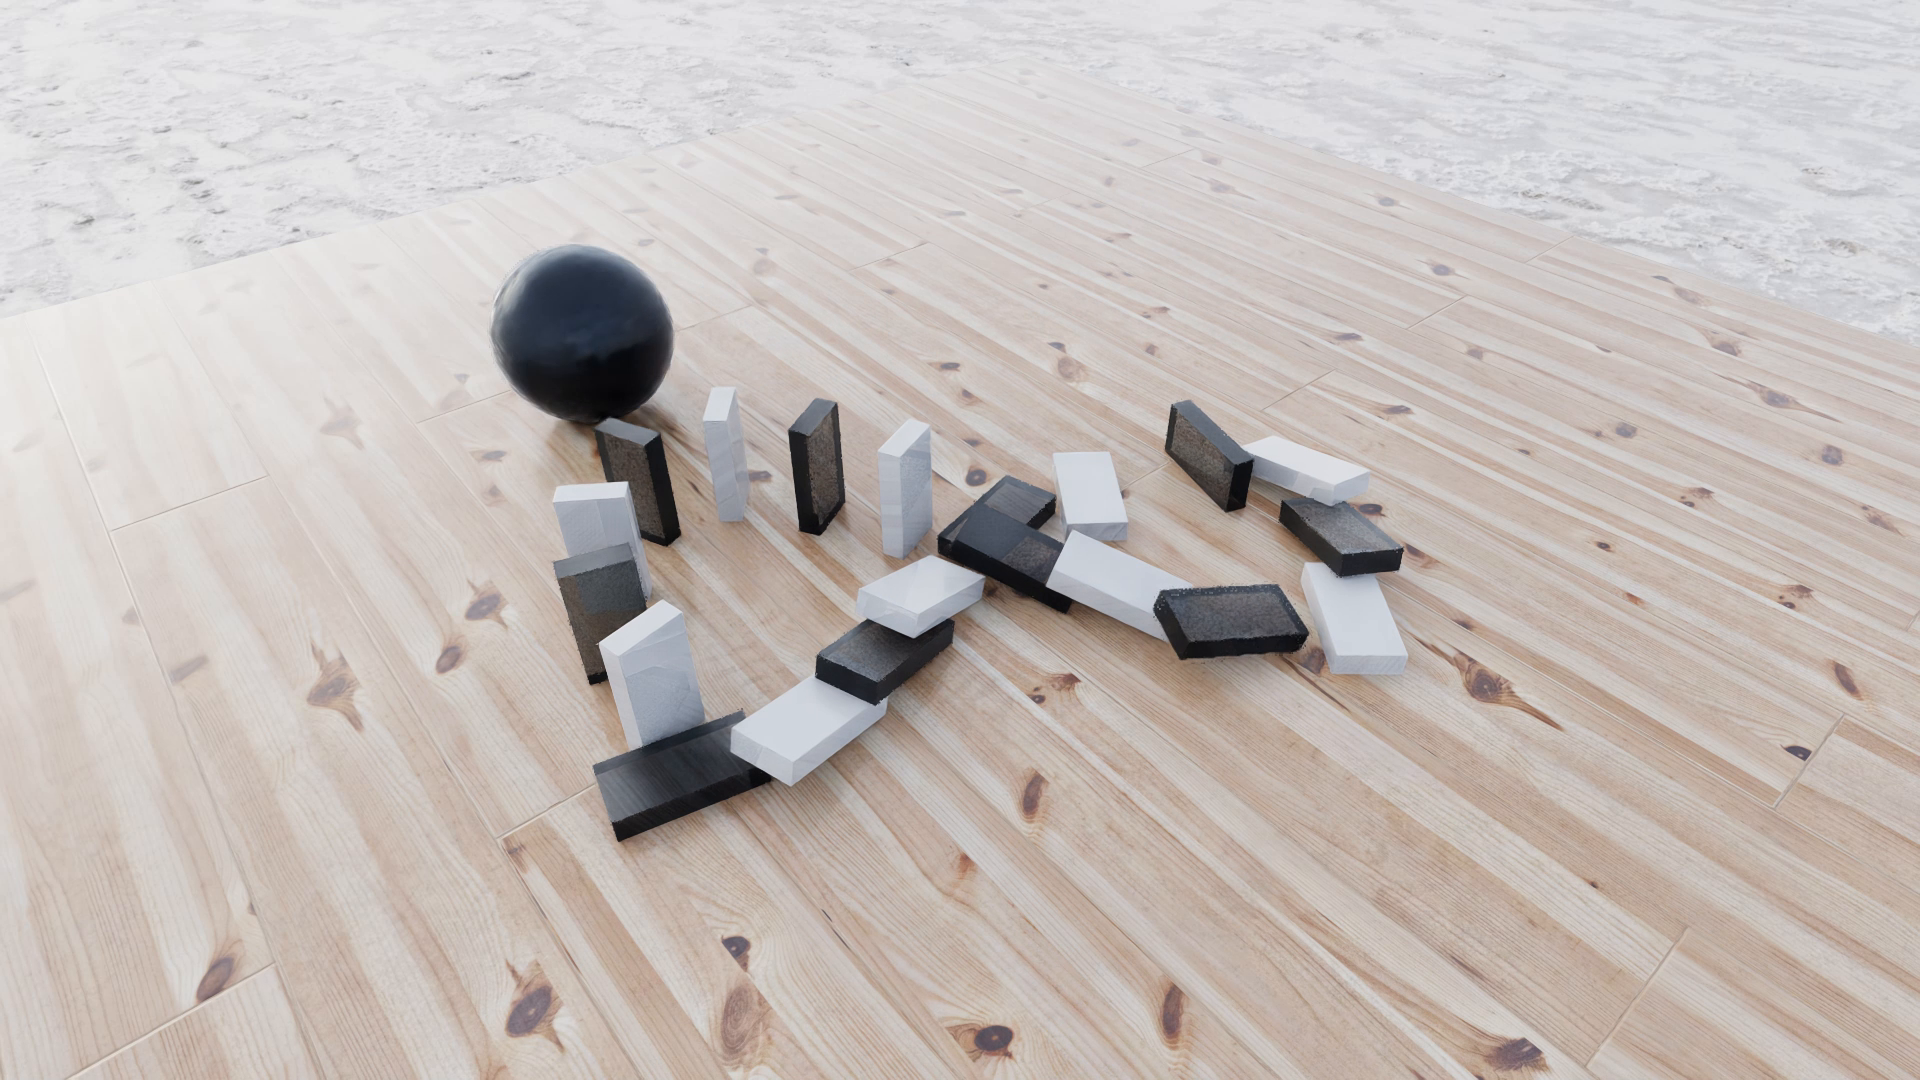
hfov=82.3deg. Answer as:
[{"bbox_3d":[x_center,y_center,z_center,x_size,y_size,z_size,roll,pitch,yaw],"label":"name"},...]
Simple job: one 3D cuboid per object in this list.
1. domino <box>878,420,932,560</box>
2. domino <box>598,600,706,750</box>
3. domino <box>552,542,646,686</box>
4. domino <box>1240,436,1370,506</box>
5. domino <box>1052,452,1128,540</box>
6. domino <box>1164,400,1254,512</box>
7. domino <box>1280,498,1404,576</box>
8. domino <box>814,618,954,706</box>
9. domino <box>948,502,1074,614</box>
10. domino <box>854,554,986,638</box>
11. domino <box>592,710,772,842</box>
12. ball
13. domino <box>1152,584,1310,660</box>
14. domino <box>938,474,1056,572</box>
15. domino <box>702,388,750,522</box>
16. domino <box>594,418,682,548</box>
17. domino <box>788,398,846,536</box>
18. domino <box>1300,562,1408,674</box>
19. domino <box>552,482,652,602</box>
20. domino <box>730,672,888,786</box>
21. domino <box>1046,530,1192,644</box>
[{"bbox_3d":[-0.021,-0.020,0.435,0.009,0.050,0.025,18,43,20],"label":"domino"},{"bbox_3d":[-0.098,0.046,0.355,0.009,0.050,0.025,26,46,28],"label":"domino"},{"bbox_3d":[-0.121,0.026,0.380,0.025,0.050,0.009,-16,42,-18],"label":"domino"},{"bbox_3d":[0.146,-0.030,0.471,0.025,0.009,0.050,-19,33,-33],"label":"domino"},{"bbox_3d":[0.054,-0.019,0.467,0.025,0.010,0.050,-2,39,-2],"label":"domino"},{"bbox_3d":[0.107,-0.037,0.476,0.010,0.025,0.050,-15,42,-17],"label":"domino"},{"bbox_3d":[0.150,-0.002,0.437,0.025,0.010,0.050,-5,27,-11],"label":"domino"},{"bbox_3d":[-0.026,0.038,0.388,0.025,0.009,0.050,21,30,24],"label":"domino"},{"bbox_3d":[0.024,0.007,0.424,0.050,0.009,0.025,27,44,5],"label":"domino"},{"bbox_3d":[-0.014,0.020,0.405,0.025,0.010,0.050,21,23,24],"label":"domino"},{"bbox_3d":[-0.089,0.075,0.352,0.050,0.010,0.025,-19,43,-21],"label":"domino"},{"bbox_3d":[-0.171,-0.093,0.502,0.080,0.080,0.080,0,39,0],"label":"ball"},{"bbox_3d":[0.098,0.029,0.398,0.050,0.010,0.025,-2,44,-20],"label":"domino"},{"bbox_3d":[0.016,-0.007,0.452,0.025,0.010,0.050,24,45,26],"label":"domino"},{"bbox_3d":[-0.096,-0.035,0.454,0.009,0.050,0.025,-1,39,-1],"label":"domino"},{"bbox_3d":[-0.128,-0.023,0.439,0.025,0.050,0.010,18,43,21],"label":"domino"},{"bbox_3d":[-0.058,-0.029,0.447,0.009,0.050,0.025,13,41,15],"label":"domino"},{"bbox_3d":[0.145,0.028,0.409,0.025,0.010,0.050,1,39,1],"label":"domino"},{"bbox_3d":[-0.132,0.002,0.409,0.025,0.050,0.010,-4,40,-5],"label":"domino"},{"bbox_3d":[-0.049,0.059,0.361,0.025,0.010,0.050,23,30,25],"label":"domino"},{"bbox_3d":[0.060,0.017,0.413,0.050,0.009,0.025,25,43,6],"label":"domino"}]
